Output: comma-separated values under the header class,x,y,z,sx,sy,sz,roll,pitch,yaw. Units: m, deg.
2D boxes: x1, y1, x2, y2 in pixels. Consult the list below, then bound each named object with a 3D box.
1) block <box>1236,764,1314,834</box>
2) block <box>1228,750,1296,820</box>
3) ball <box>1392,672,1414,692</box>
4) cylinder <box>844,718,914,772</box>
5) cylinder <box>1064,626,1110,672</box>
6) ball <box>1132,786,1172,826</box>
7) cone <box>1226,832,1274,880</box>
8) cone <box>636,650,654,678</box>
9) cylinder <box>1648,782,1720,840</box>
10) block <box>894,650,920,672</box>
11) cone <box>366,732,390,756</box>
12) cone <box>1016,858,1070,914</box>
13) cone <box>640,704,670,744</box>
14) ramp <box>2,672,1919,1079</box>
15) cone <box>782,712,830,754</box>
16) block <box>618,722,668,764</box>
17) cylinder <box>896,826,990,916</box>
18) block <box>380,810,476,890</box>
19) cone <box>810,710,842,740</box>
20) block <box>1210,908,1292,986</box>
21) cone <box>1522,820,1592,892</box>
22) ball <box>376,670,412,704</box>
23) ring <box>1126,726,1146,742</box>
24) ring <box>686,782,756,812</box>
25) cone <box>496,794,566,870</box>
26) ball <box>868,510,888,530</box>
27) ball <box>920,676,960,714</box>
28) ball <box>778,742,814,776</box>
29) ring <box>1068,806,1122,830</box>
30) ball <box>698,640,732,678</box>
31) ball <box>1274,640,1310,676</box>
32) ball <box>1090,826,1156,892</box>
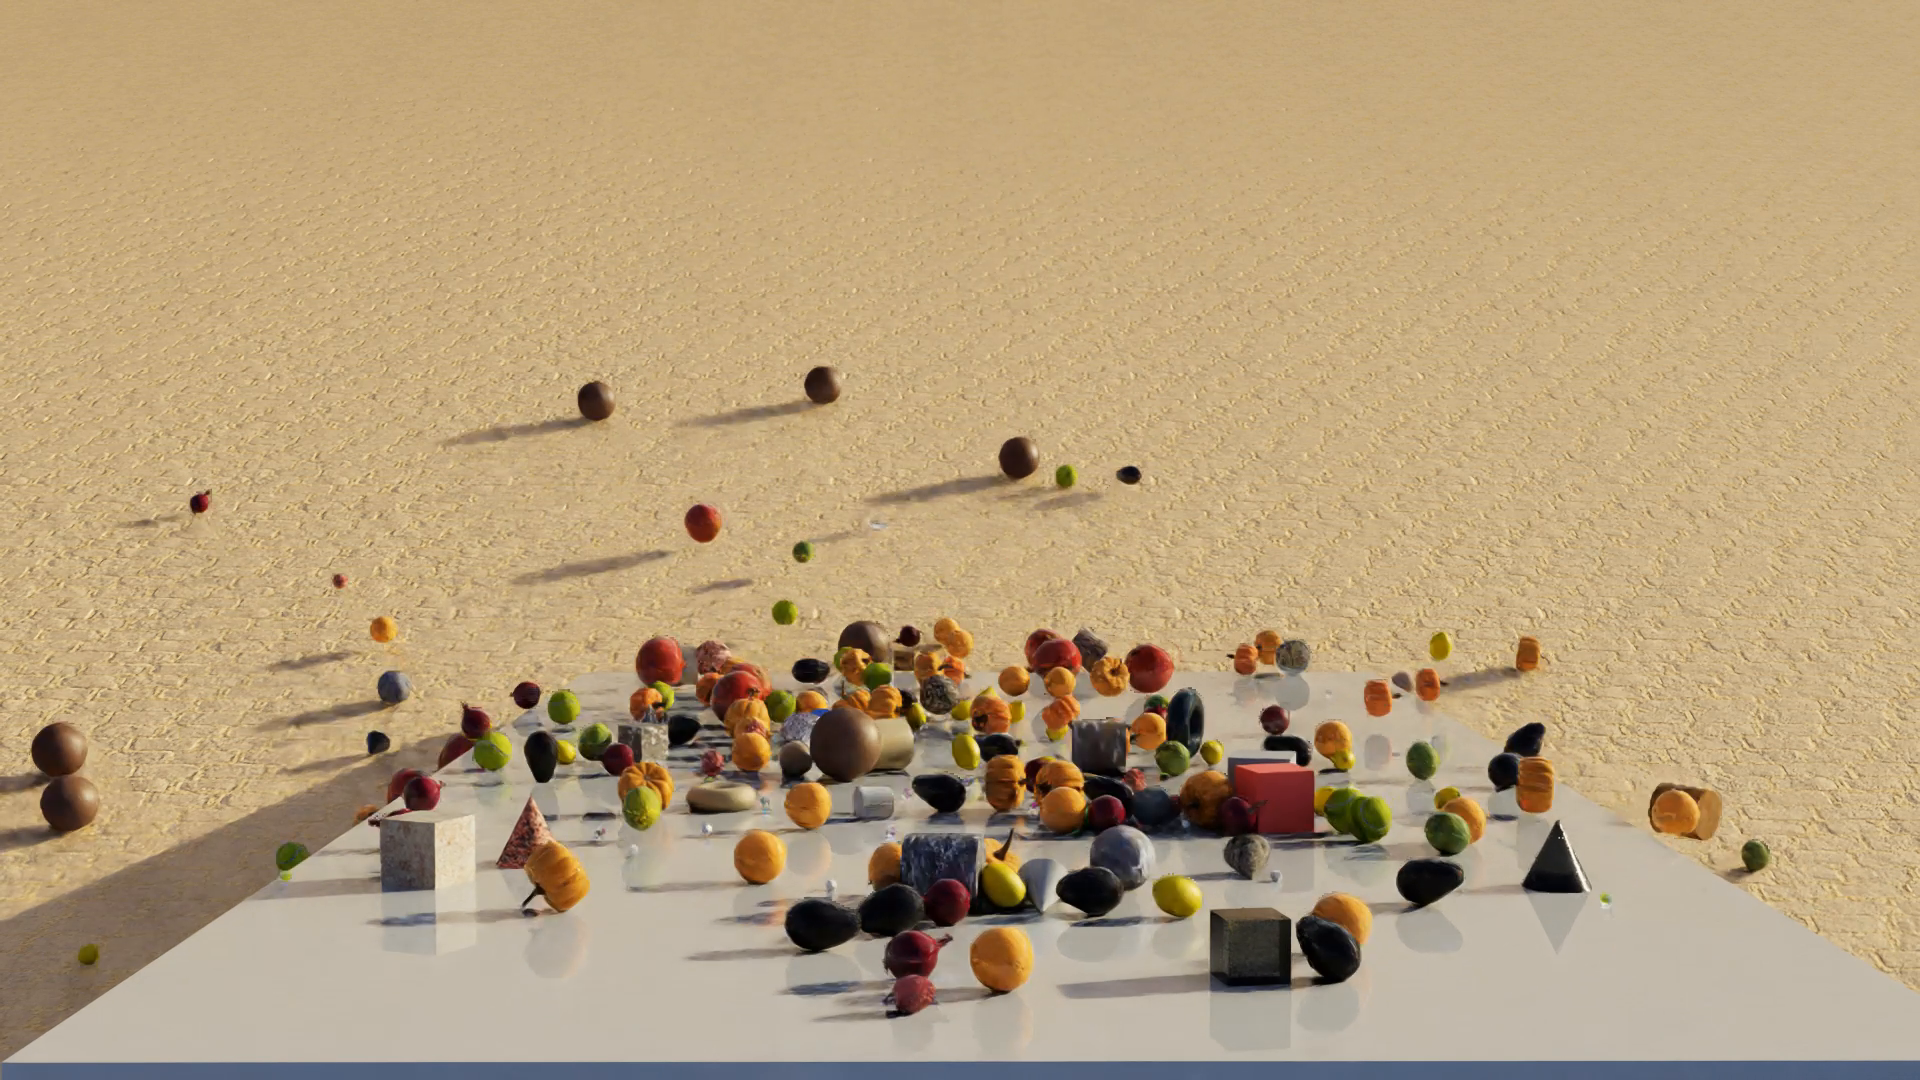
class,x,y,z,sx,sy,sz,roll,pitch,yaw
block,0.490,0.401,4.004,0.094,0.094,0.094,-1,3,-16
block,0.484,0.393,4.122,0.100,0.100,0.100,1,3,13
ball,1.095,0.353,6.364,0.056,0.056,0.056,0,23,0
cylinder,-0.147,0.372,4.671,0.093,0.093,0.093,-2,20,-36
cylinder,0.331,0.284,6.690,0.090,0.090,0.090,35,29,3
ball,0.300,0.417,4.021,0.062,0.062,0.062,0,23,0
cone,0.401,0.453,3.573,0.065,0.065,0.065,3,41,7
cone,-0.756,0.323,6.444,0.075,0.075,0.075,33,-3,-40
cylinder,1.197,0.448,4.248,0.084,0.084,0.084,-21,19,-41
block,-0.137,0.311,6.618,0.051,0.051,0.051,0,0,30
cone,-1.433,0.510,6.288,0.061,0.061,0.061,3,31,8
cone,0.106,0.462,3.333,0.072,0.072,0.072,1,29,3
cone,-0.612,0.361,5.071,0.080,0.080,0.080,0,3,0
ramp,0.052,0.475,4.536,2.000,0.100,4.000,0,3,0
cone,-0.301,0.390,4.846,0.096,0.096,0.096,4,30,8
block,-0.593,0.380,4.819,0.065,0.065,0.065,2,3,42
cylinder,-0.021,0.430,3.327,0.097,0.097,0.097,14,25,9
block,-0.730,0.425,3.533,0.091,0.091,0.091,1,3,25
cone,-0.272,0.385,5.047,0.077,0.077,0.077,0,29,-1
block,0.329,0.460,2.914,0.073,0.073,0.073,-1,3,-11
cone,0.811,0.424,3.494,0.094,0.094,0.094,0,3,0
ball,-1.445,0.374,6.570,0.087,0.087,0.087,0,23,0
ring,0.332,0.385,5.131,0.079,0.026,0.079,-1,2,0
ring,-0.391,0.421,4.212,0.114,0.038,0.114,-1,3,0
cone,-0.614,0.413,3.684,0.099,0.099,0.099,0,3,0
ball,-0.241,-0.060,7.642,0.060,0.060,0.060,0,23,0
ball,-0.044,0.327,5.429,0.084,0.084,0.084,0,23,0
ball,-0.293,0.391,4.601,0.062,0.062,0.062,0,23,0
ring,0.211,0.434,4.019,0.083,0.028,0.083,-1,3,0
ball,-0.612,0.296,6.375,0.095,0.095,0.095,0,23,0
ball,0.834,0.294,6.450,0.090,0.090,0.090,0,23,0
ball,0.218,0.428,3.460,0.089,0.089,0.089,0,23,0
